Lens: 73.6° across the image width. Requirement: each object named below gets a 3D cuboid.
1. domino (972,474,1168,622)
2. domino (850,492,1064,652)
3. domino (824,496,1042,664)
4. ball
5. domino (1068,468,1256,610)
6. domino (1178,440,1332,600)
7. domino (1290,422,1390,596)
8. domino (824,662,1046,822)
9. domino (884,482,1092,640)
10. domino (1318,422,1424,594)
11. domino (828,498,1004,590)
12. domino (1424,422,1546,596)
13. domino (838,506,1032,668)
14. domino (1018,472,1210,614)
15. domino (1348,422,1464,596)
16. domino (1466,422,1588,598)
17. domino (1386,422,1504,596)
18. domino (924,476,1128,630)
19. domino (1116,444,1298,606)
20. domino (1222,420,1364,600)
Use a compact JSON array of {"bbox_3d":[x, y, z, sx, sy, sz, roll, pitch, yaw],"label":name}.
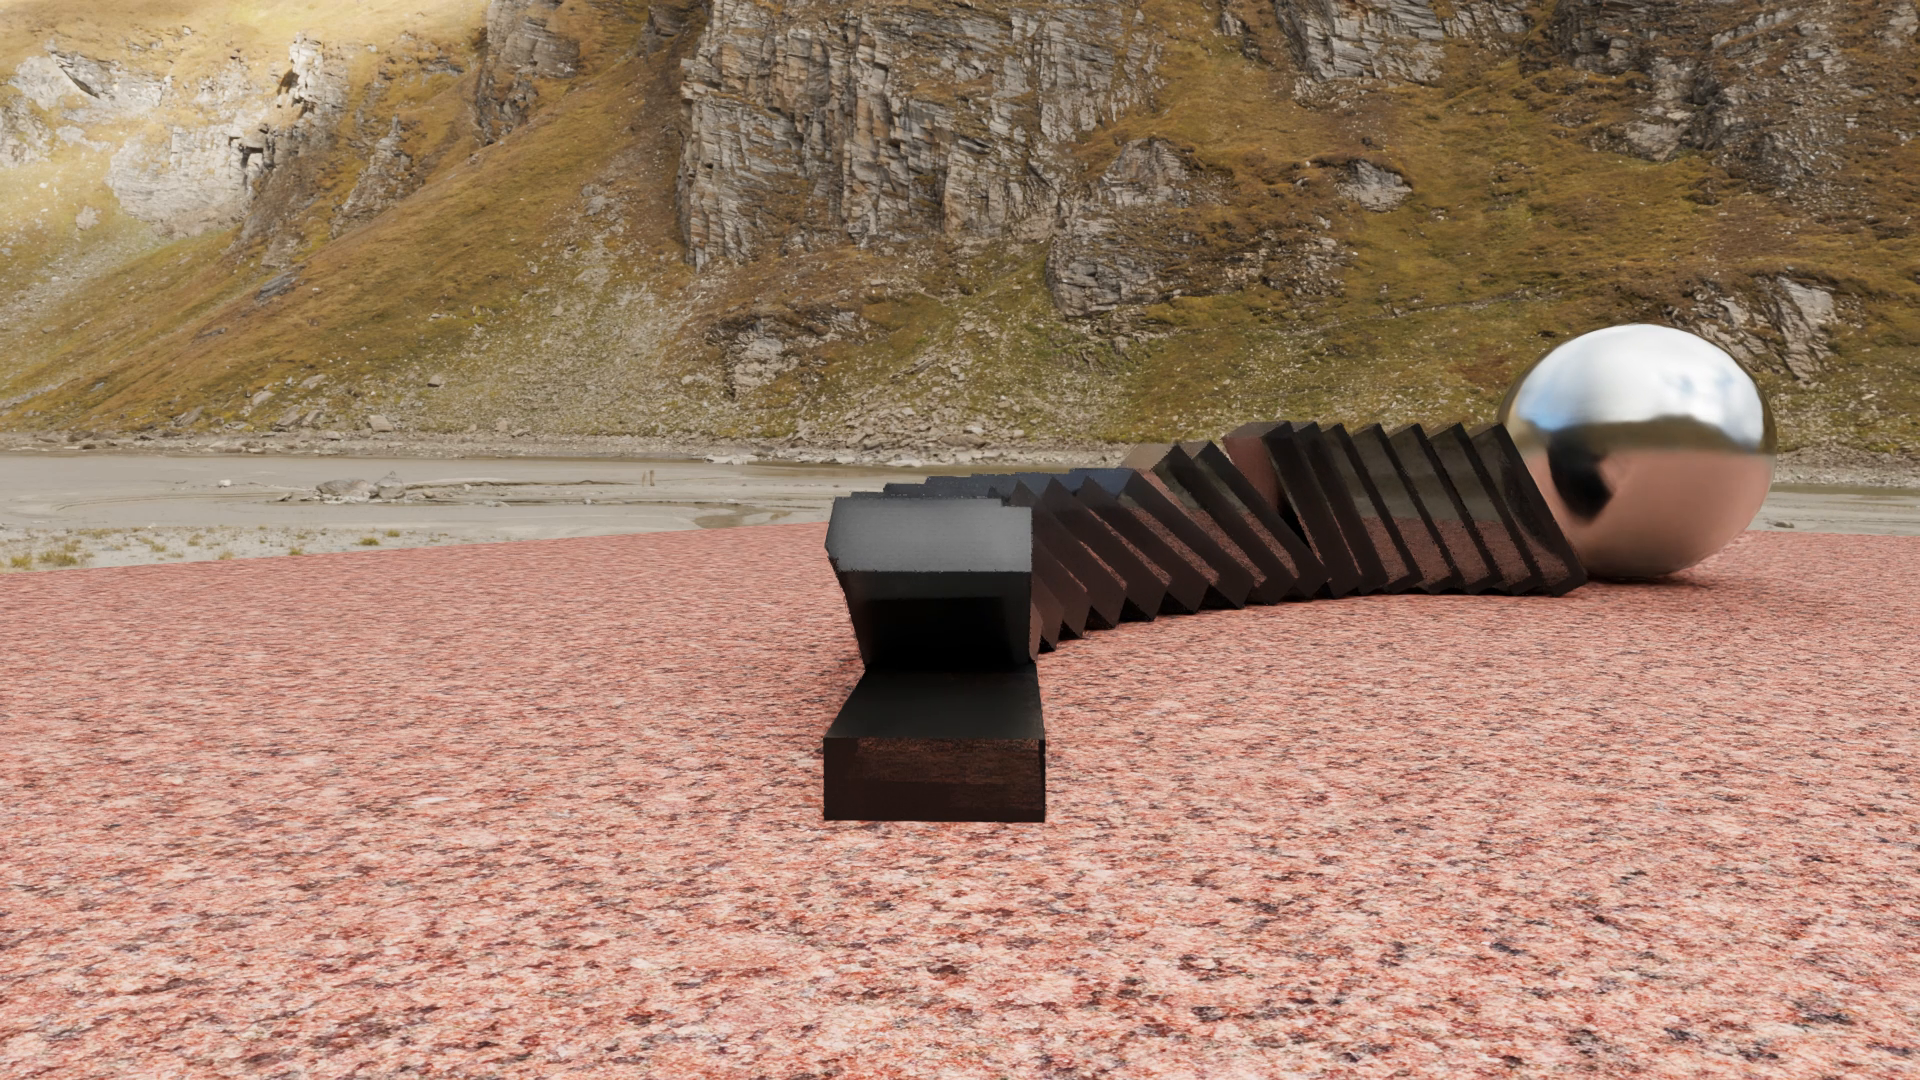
[{"bbox_3d":[0.025,0.002,0.303,0.025,0.009,0.050,4,-27,46],"label":"domino"},{"bbox_3d":[0.000,0.007,0.251,0.025,0.009,0.050,2,-26,27],"label":"domino"},{"bbox_3d":[-0.003,0.008,0.230,0.025,0.010,0.050,1,-26,18],"label":"domino"},{"bbox_3d":[0.209,-0.028,0.402,0.080,0.080,0.080,0,4,0],"label":"ball"},{"bbox_3d":[0.050,0.000,0.329,0.050,0.010,0.025,38,-16,-28],"label":"domino"},{"bbox_3d":[0.077,-0.006,0.352,0.010,0.050,0.025,-45,10,-7],"label":"domino"},{"bbox_3d":[0.102,-0.009,0.367,0.010,0.050,0.025,-29,9,-7],"label":"domino"},{"bbox_3d":[-0.002,0.025,0.169,0.025,0.010,0.050,0,4,2],"label":"domino"},{"bbox_3d":[0.006,0.005,0.270,0.025,0.009,0.050,3,-27,33],"label":"domino"},{"bbox_3d":[0.116,-0.010,0.373,0.009,0.050,0.025,-28,1,6],"label":"domino"},{"bbox_3d":[-0.003,0.010,0.209,0.025,0.010,0.050,-1,-27,8],"label":"domino"},{"bbox_3d":[0.149,-0.009,0.369,0.009,0.050,0.025,-28,-1,11],"label":"domino"},{"bbox_3d":[-0.002,0.011,0.190,0.025,0.009,0.050,0,-27,2],"label":"domino"},{"bbox_3d":[0.037,0.001,0.318,0.050,0.010,0.025,37,-18,-32],"label":"domino"},{"bbox_3d":[0.128,-0.010,0.373,0.010,0.050,0.025,-28,-1,11],"label":"domino"},{"bbox_3d":[0.159,-0.009,0.366,0.010,0.050,0.025,-28,-1,11],"label":"domino"},{"bbox_3d":[0.138,-0.010,0.372,0.010,0.050,0.025,-28,-1,11],"label":"domino"},{"bbox_3d":[0.014,0.003,0.287,0.025,0.009,0.050,4,-28,40],"label":"domino"},{"bbox_3d":[0.066,-0.005,0.344,0.010,0.050,0.025,-45,13,-7],"label":"domino"},{"bbox_3d":[0.093,-0.009,0.359,0.009,0.050,0.025,-29,10,-9],"label":"domino"}]
